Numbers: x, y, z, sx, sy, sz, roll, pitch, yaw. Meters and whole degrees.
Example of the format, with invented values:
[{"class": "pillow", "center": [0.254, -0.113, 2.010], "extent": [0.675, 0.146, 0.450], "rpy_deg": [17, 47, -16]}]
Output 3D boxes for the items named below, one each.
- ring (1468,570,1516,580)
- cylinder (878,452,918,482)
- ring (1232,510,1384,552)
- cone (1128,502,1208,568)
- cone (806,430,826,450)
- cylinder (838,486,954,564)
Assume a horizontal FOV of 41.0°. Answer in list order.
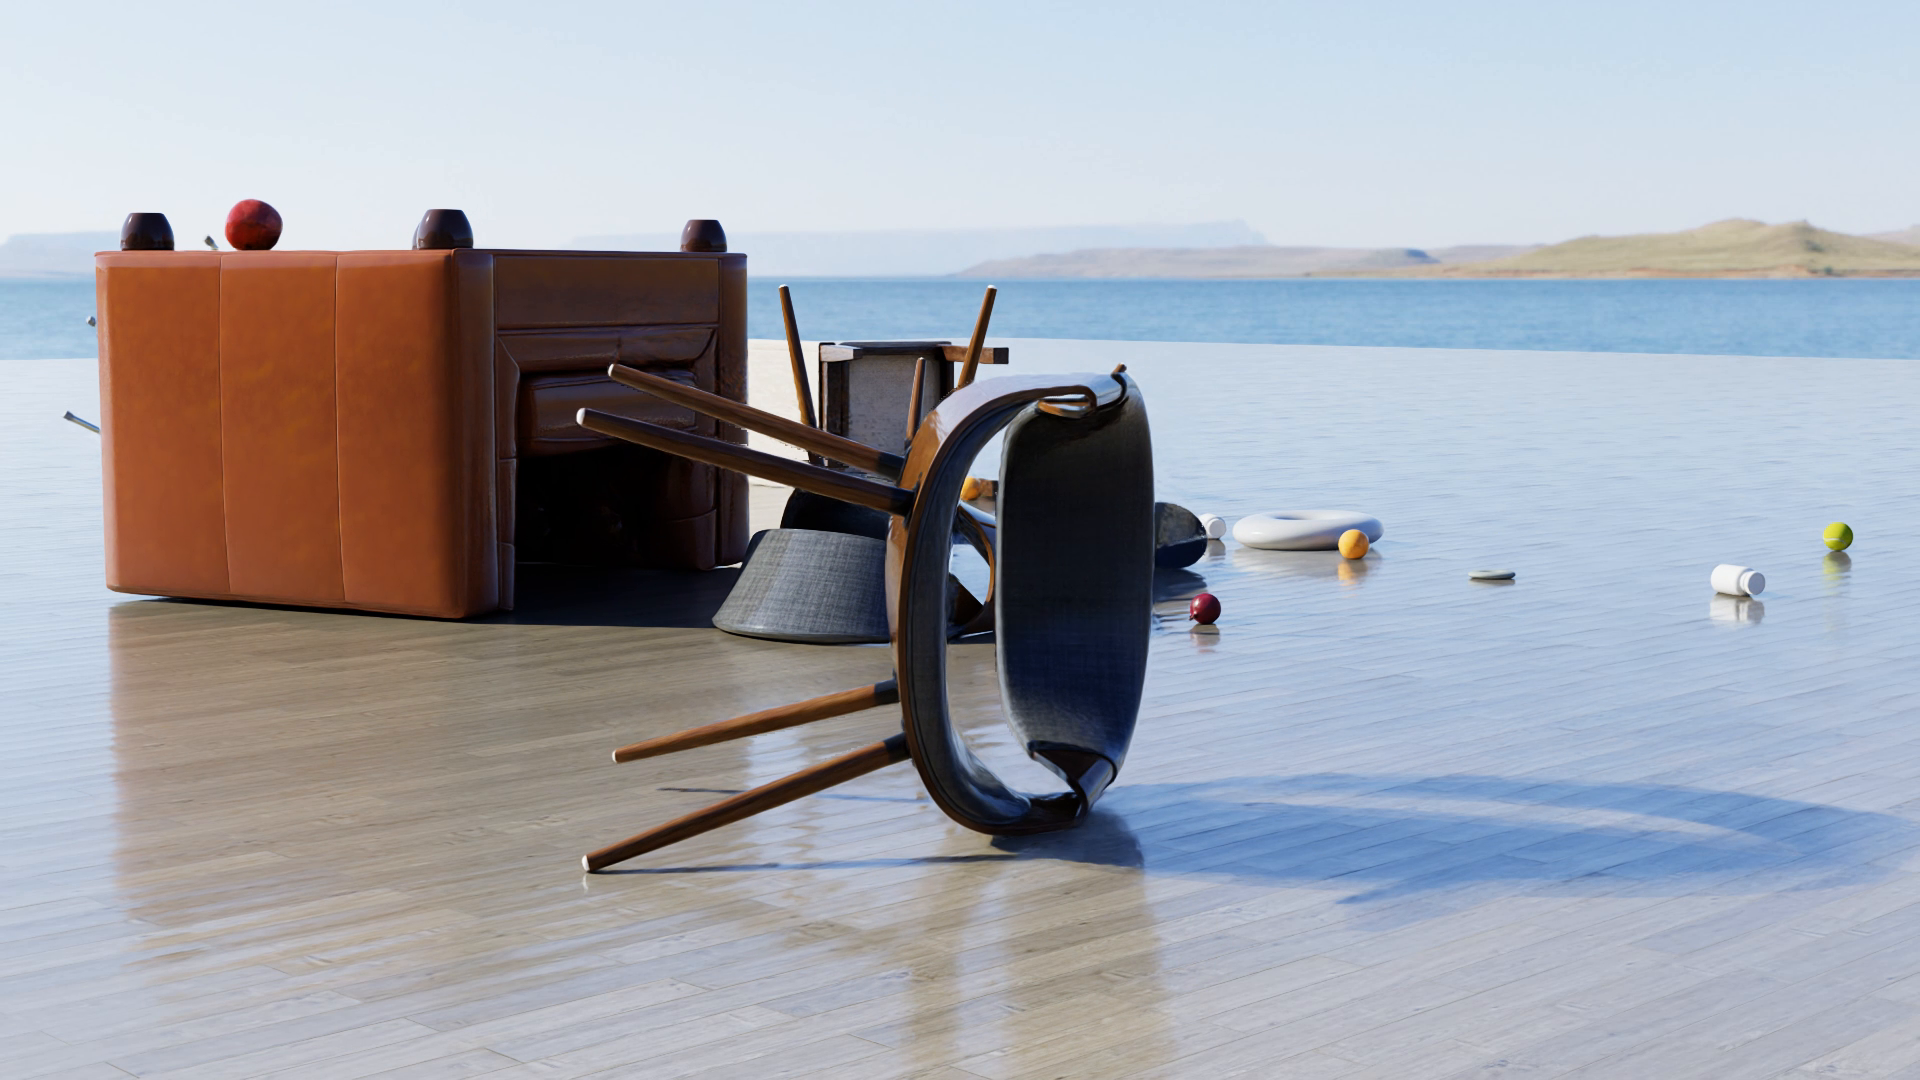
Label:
[{"class": "ring", "center": [1.162, 0.075, 5.606], "extent": [0.103, 0.016, 0.078], "rpy_deg": [0, 6, -2]}, {"class": "cylinder", "center": [-0.200, -0.238, 8.277], "extent": [0.101, 0.083, 0.087], "rpy_deg": [41, -15, -26]}, {"class": "ring", "center": [0.852, -0.024, 6.279], "extent": [0.354, 0.075, 0.411], "rpy_deg": [4, 8, 39]}, {"class": "cone", "center": [0.450, 0.021, 5.866], "extent": [0.211, 0.172, 0.120], "rpy_deg": [-18, -22, -34]}, {"class": "cone", "center": [-0.545, -0.363, 9.776], "extent": [0.074, 0.066, 0.156], "rpy_deg": [-22, 19, 2]}, {"class": "cylinder", "center": [-0.152, -0.038, 6.010], "extent": [0.294, 0.159, 0.244], "rpy_deg": [5, 8, 41]}]
